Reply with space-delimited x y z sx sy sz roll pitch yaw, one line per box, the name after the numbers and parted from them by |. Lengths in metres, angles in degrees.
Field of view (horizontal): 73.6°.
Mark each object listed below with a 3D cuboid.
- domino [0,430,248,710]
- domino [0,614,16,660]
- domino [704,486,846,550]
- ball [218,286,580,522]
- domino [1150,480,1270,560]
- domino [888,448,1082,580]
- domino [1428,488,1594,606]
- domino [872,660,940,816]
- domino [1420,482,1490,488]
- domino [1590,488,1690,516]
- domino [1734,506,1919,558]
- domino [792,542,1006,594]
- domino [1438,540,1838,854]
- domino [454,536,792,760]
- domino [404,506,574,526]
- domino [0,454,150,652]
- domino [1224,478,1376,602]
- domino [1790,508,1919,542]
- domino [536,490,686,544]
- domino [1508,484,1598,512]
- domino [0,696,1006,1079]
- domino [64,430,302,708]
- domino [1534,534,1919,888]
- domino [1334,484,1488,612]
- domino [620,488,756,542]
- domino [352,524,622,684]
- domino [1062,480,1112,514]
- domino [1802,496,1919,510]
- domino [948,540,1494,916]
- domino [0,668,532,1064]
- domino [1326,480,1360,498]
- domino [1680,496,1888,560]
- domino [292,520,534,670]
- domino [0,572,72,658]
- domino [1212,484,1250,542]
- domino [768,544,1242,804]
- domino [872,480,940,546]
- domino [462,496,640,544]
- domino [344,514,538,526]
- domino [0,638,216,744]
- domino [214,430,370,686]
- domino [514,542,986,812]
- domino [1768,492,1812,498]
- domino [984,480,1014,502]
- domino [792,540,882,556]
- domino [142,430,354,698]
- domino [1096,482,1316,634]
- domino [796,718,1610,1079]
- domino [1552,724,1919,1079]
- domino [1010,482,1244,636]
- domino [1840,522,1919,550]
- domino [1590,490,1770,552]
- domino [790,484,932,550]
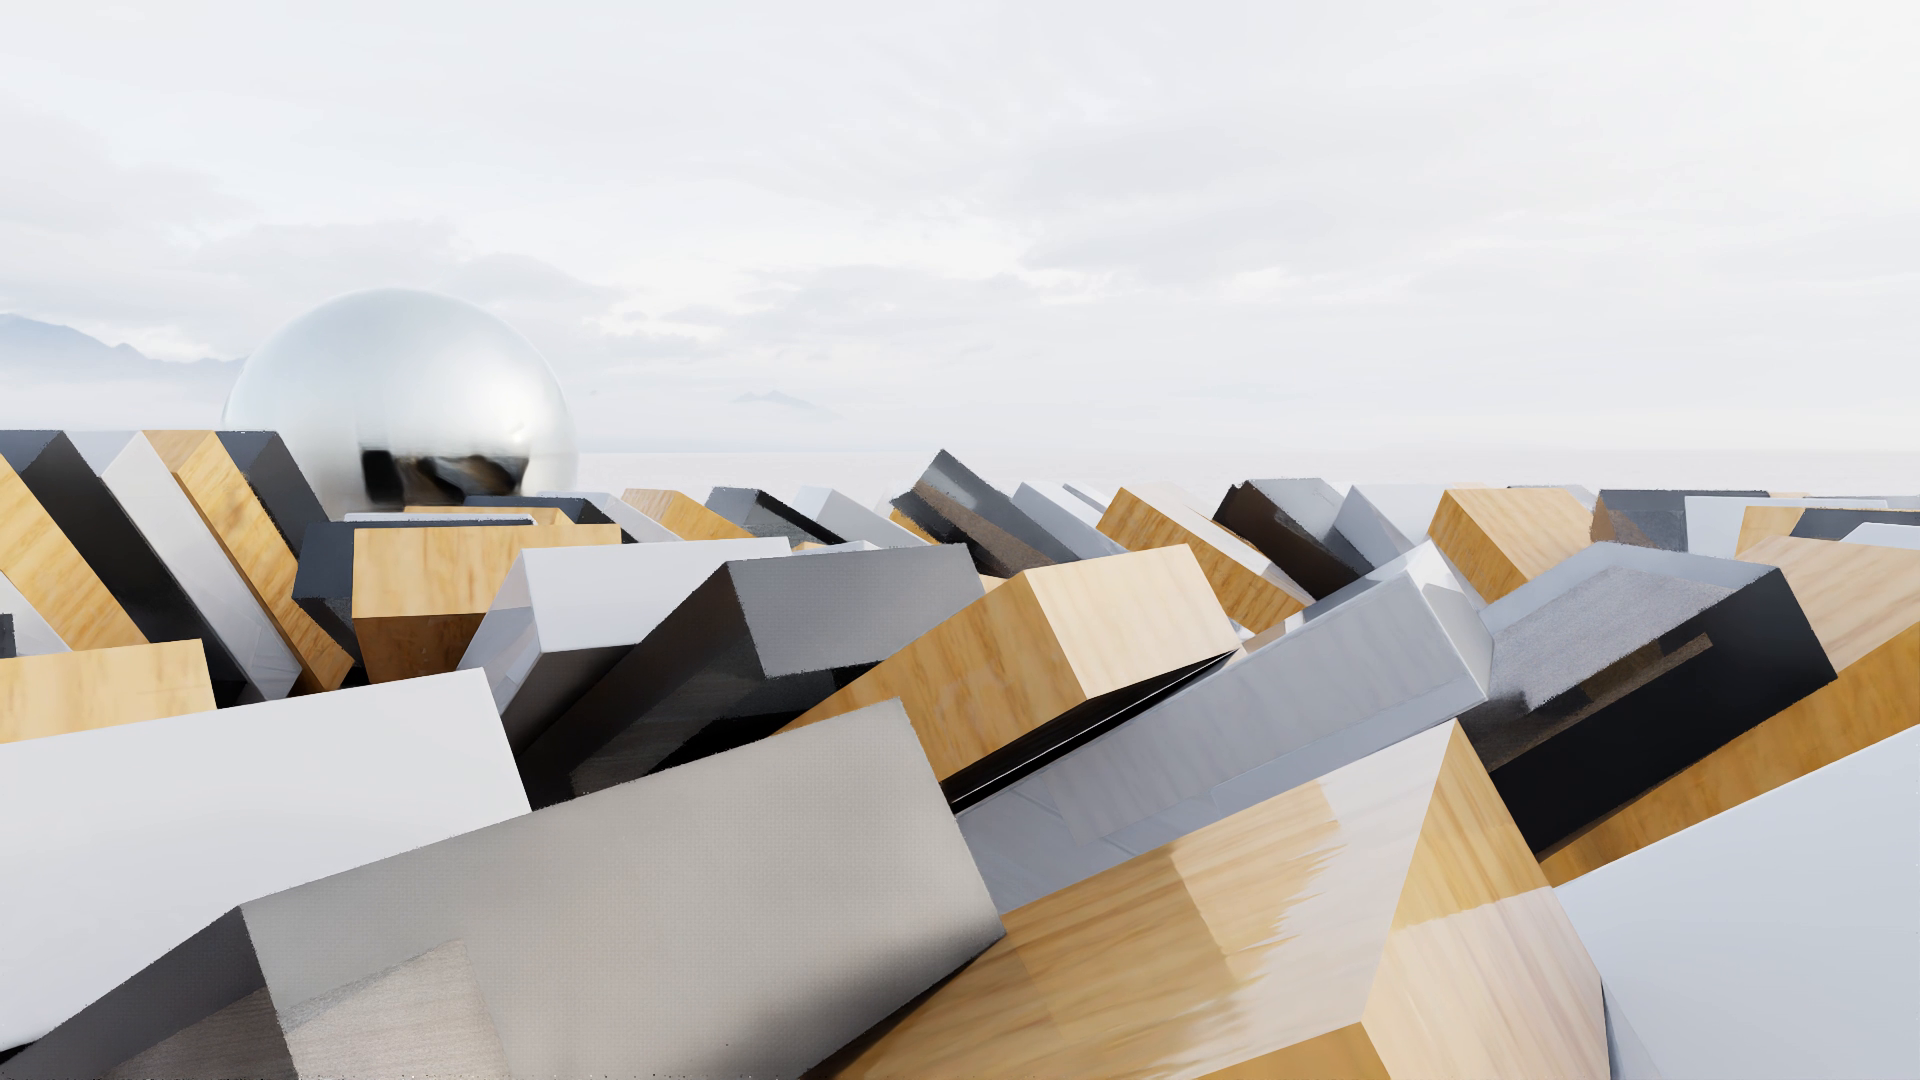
-0.124 0.007 0.178 0.025 0.050 0.010 1 45 7 | domino
-0.078 0.020 0.083 0.025 0.010 0.050 -4 -23 -40 | domino
-0.031 0.005 0.282 0.050 0.010 0.025 32 -14 -30 | domino
-0.134 -0.021 0.311 0.080 0.080 0.080 0 4 0 | ball
0.067 0.003 0.312 0.050 0.009 0.025 33 14 16 | domino
0.011 0.003 0.244 0.050 0.010 0.025 38 -10 -8 | domino
0.103 0.009 0.215 0.025 0.009 0.050 -1 36 -14 | domino
-0.001 0.025 0.172 0.025 0.010 0.050 0 4 0 | domino
0.127 0.004 0.288 0.025 0.009 0.050 -3 35 -36 | domino
0.153 0.007 0.256 0.025 0.010 0.050 -2 34 -22 | domino
0.105 0.014 0.153 0.025 0.010 0.050 3 37 37 | domino
-0.010 0.012 0.224 0.050 0.009 0.025 11 -21 -31 | domino
0.040 0.018 0.106 0.050 0.009 0.025 -31 4 1 | domino
-0.038 0.016 0.132 0.025 0.009 0.050 -3 -25 -35 | domino
-0.066 0.010 0.208 0.025 0.009 0.050 1 -26 12 | domino
-0.125 0.008 0.165 0.025 0.050 0.009 1 45 7 | domino
0.077 0.006 0.247 0.025 0.009 0.050 -3 39 -40 | domino
0.095 0.015 0.134 0.050 0.010 0.025 -41 27 -29 | domino
-0.059 0.007 0.252 0.025 0.010 0.050 3 -25 42 | domino
0.141 0.005 0.273 0.025 0.009 0.050 -2 35 -30 | domino
-0.025 0.022 0.049 0.050 0.009 0.025 -31 -12 29 | domino
-0.122 0.006 0.190 0.025 0.050 0.010 0 45 8 | domino
0.060 0.017 0.109 0.050 0.009 0.025 -31 7 -3 | domino
0.093 0.008 0.233 0.025 0.009 0.050 -2 37 -24 | domino
-0.046 0.006 0.269 0.050 0.010 0.025 34 -17 -33 | domino
-0.053 0.014 0.148 0.025 0.009 0.050 -2 -27 -19 | domino
0.047 0.002 0.314 0.050 0.009 0.025 31 10 9 | domino
0.169 0.010 0.218 0.025 0.009 0.050 -1 34 -10 | domino
0.016 0.018 0.102 0.050 0.009 0.025 -33 -9 22 | domino
-0.044 0.022 0.059 0.050 0.009 0.025 -33 -16 34 | domino
0.107 0.003 0.298 0.050 0.010 0.025 37 23 27 | domino
0.112 0.012 0.172 0.025 0.009 0.050 2 37 26 | domino
-0.063 0.013 0.167 0.025 0.010 0.050 -1 -26 -4 | domino
-0.127 0.009 0.153 0.025 0.050 0.010 -1 44 8 | domino
0.087 0.003 0.306 0.050 0.010 0.025 34 17 20 | domino
-0.004 0.017 0.108 0.050 0.010 0.025 -35 -16 32 | domino
0.004 0.003 0.306 0.050 0.010 0.025 31 -3 -13 | domino
-0.064 0.008 0.230 0.025 0.010 0.050 2 -26 23 | domino
-0.067 0.012 0.188 0.025 0.010 0.050 0 -26 5 | domino
-0.061 0.021 0.070 0.025 0.010 0.050 -5 -23 -47 | domino
-0.116 0.004 0.214 0.025 0.050 0.010 1 44 8 | domino
-0.022 0.017 0.118 0.025 0.010 0.050 -4 -25 -44 | domino
0.163 0.008 0.237 0.025 0.009 0.050 -1 34 -14 | domino
0.025 0.002 0.313 0.050 0.009 0.025 31 5 1 | domino
-0.012 0.013 0.195 0.025 0.009 0.050 -9 -20 26 | domino
-0.119 0.005 0.202 0.025 0.050 0.010 1 44 9 | domino
0.053 0.007 0.251 0.050 0.009 0.025 35 15 15 | domino
-0.006 0.023 0.042 0.050 0.009 0.025 -31 -8 24 | domino
0.016 0.023 0.040 0.050 0.009 0.025 -30 -2 13 | domino
0.034 0.006 0.257 0.050 0.010 0.025 34 12 14 | domino
0.079 0.017 0.117 0.050 0.010 0.025 -33 13 -12 | domino
0.114 0.011 0.193 0.025 0.009 0.050 1 37 13 | domino
-0.014 0.004 0.296 0.050 0.010 0.025 30 -7 -21 | domino
